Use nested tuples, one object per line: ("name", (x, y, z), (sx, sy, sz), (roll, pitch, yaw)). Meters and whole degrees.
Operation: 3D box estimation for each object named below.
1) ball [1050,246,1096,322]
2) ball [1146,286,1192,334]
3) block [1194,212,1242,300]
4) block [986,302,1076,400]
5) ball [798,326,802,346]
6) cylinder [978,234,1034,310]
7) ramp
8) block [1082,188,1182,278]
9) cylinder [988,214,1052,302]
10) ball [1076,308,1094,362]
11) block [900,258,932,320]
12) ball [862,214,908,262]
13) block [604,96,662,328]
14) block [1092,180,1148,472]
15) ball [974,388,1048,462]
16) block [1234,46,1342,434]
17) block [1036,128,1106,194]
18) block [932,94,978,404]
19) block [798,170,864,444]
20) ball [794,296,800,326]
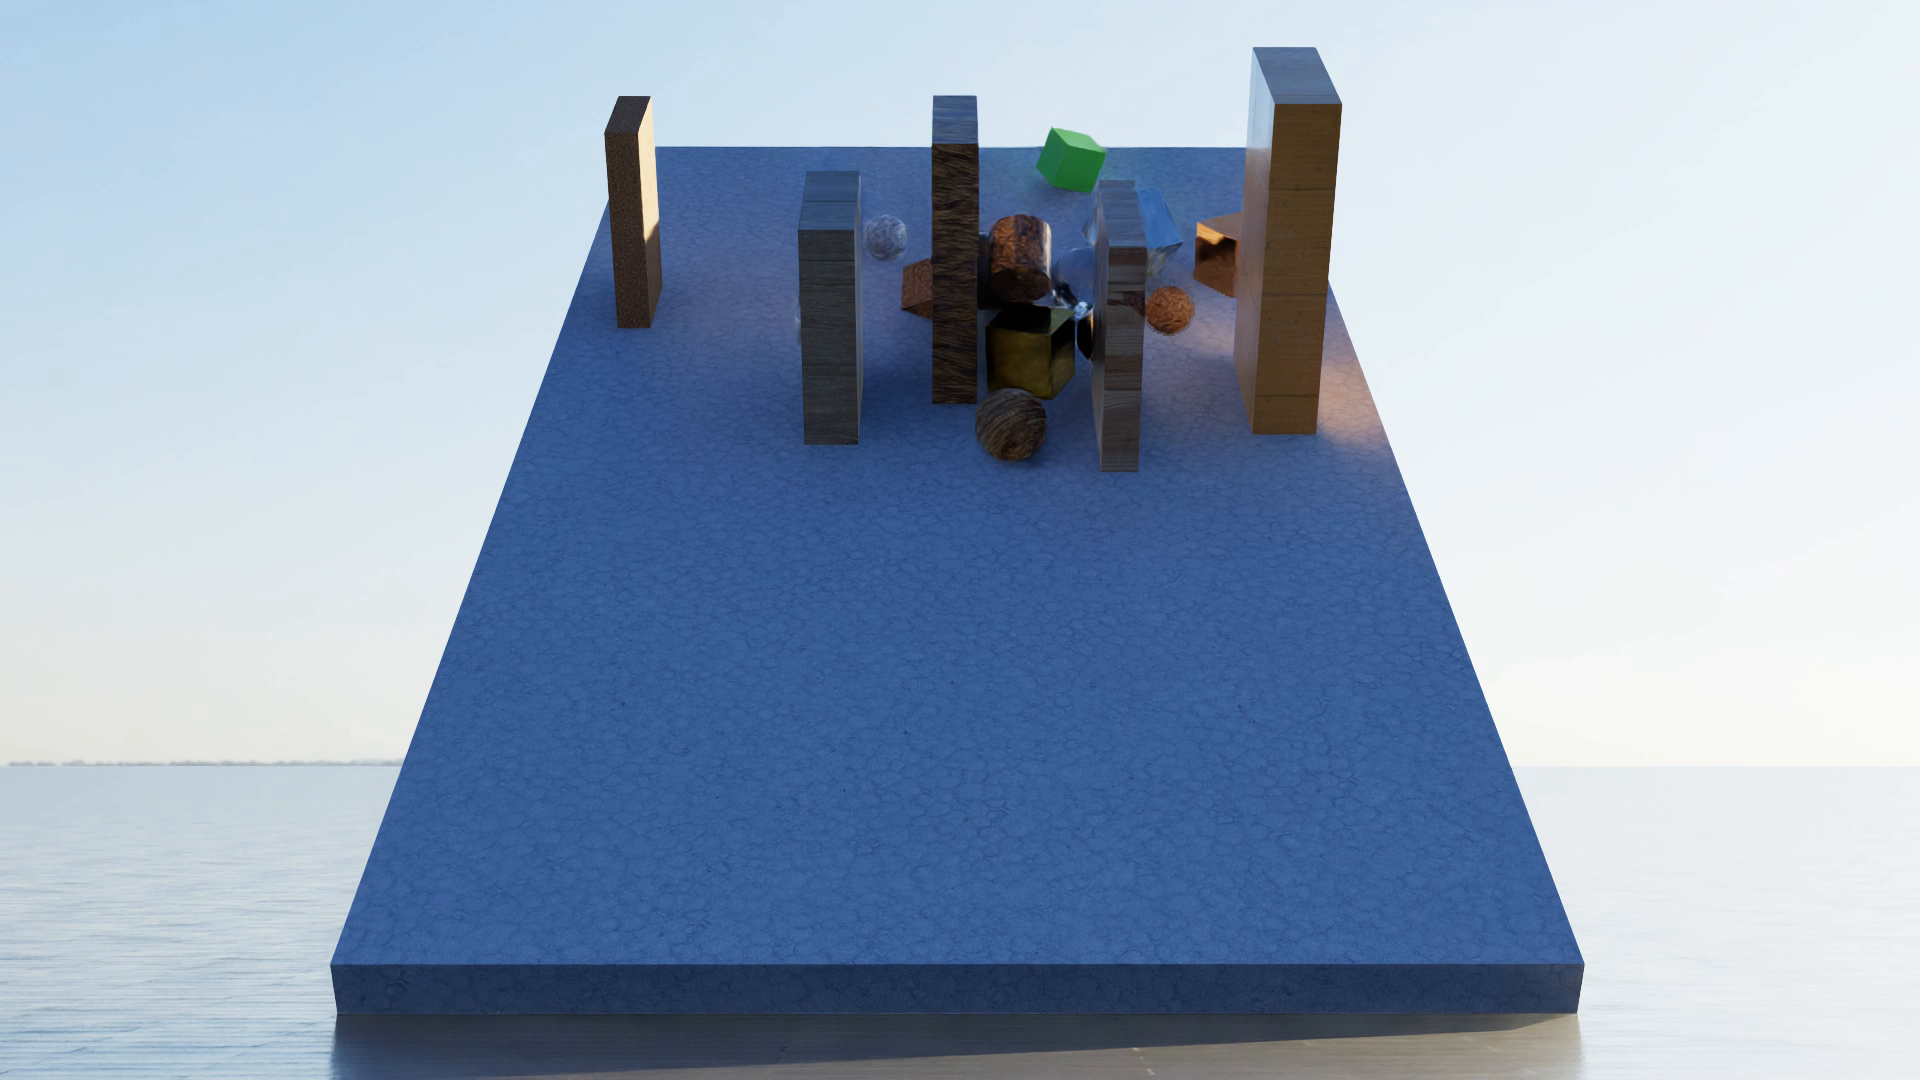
("ball", (0.326, -0.651, 6.084), (0.195, 0.195, 0.195), (0, -5, 0))
("ball", (0.528, -0.582, 6.035), (0.120, 0.120, 0.120), (0, -5, 0))
("block", (0.737, -0.755, 6.314), (0.162, 0.162, 0.162), (-17, 34, -30))
("block", (0.171, -0.455, 5.741), (0.167, 0.167, 0.167), (10, 30, 21))
("ball", (-0.321, -0.504, 5.844), (0.149, 0.149, 0.149), (0, -5, 0))
("cylinder", (0.091, -0.692, 6.156), (0.196, 0.196, 0.196), (0, -5, 1))
("ramp", (-0.011, -0.222, 5.591), (2.000, 0.100, 4.000), (0, 28, 0))
("block", (0.453, -0.801, 6.305), (0.171, 0.171, 0.171), (-14, -18, -22))
("cylinder", (0.147, -0.686, 5.825), (0.153, 0.153, 0.153), (1, -29, 0))
("ball", (0.354, -0.493, 5.743), (0.150, 0.150, 0.150), (0, -5, 0))
("block", (-0.067, -0.633, 6.021), (0.114, 0.114, 0.114), (15, -18, -40))
("ball", (-0.202, -0.818, 6.468), (0.125, 0.125, 0.125), (0, -5, 0))
("block", (-0.829, -0.836, 6.081), (0.083, 0.517, 0.291), (0, 28, 0))
("block", (0.358, -0.491, 5.419), (0.082, 0.538, 0.424), (0, 28, 0))
("ball", (0.115, -0.260, 5.382), (0.166, 0.166, 0.166), (0, -5, 0))
("block", (0.751, -0.694, 5.534), (0.147, 0.791, 0.426), (0, 28, 0))
("block", (0.323, -1.105, 6.952), (0.131, 0.131, 0.131), (7, 30, -28))
("block", (-0.012, -0.692, 5.682), (0.106, 0.644, 0.356), (0, 28, 0))
("block", (-0.295, -0.540, 5.523), (0.123, 0.523, 0.384), (0, 28, 0))
("ball", (-0.357, -0.578, 6.020), (0.122, 0.122, 0.122), (0, -5, 0))
